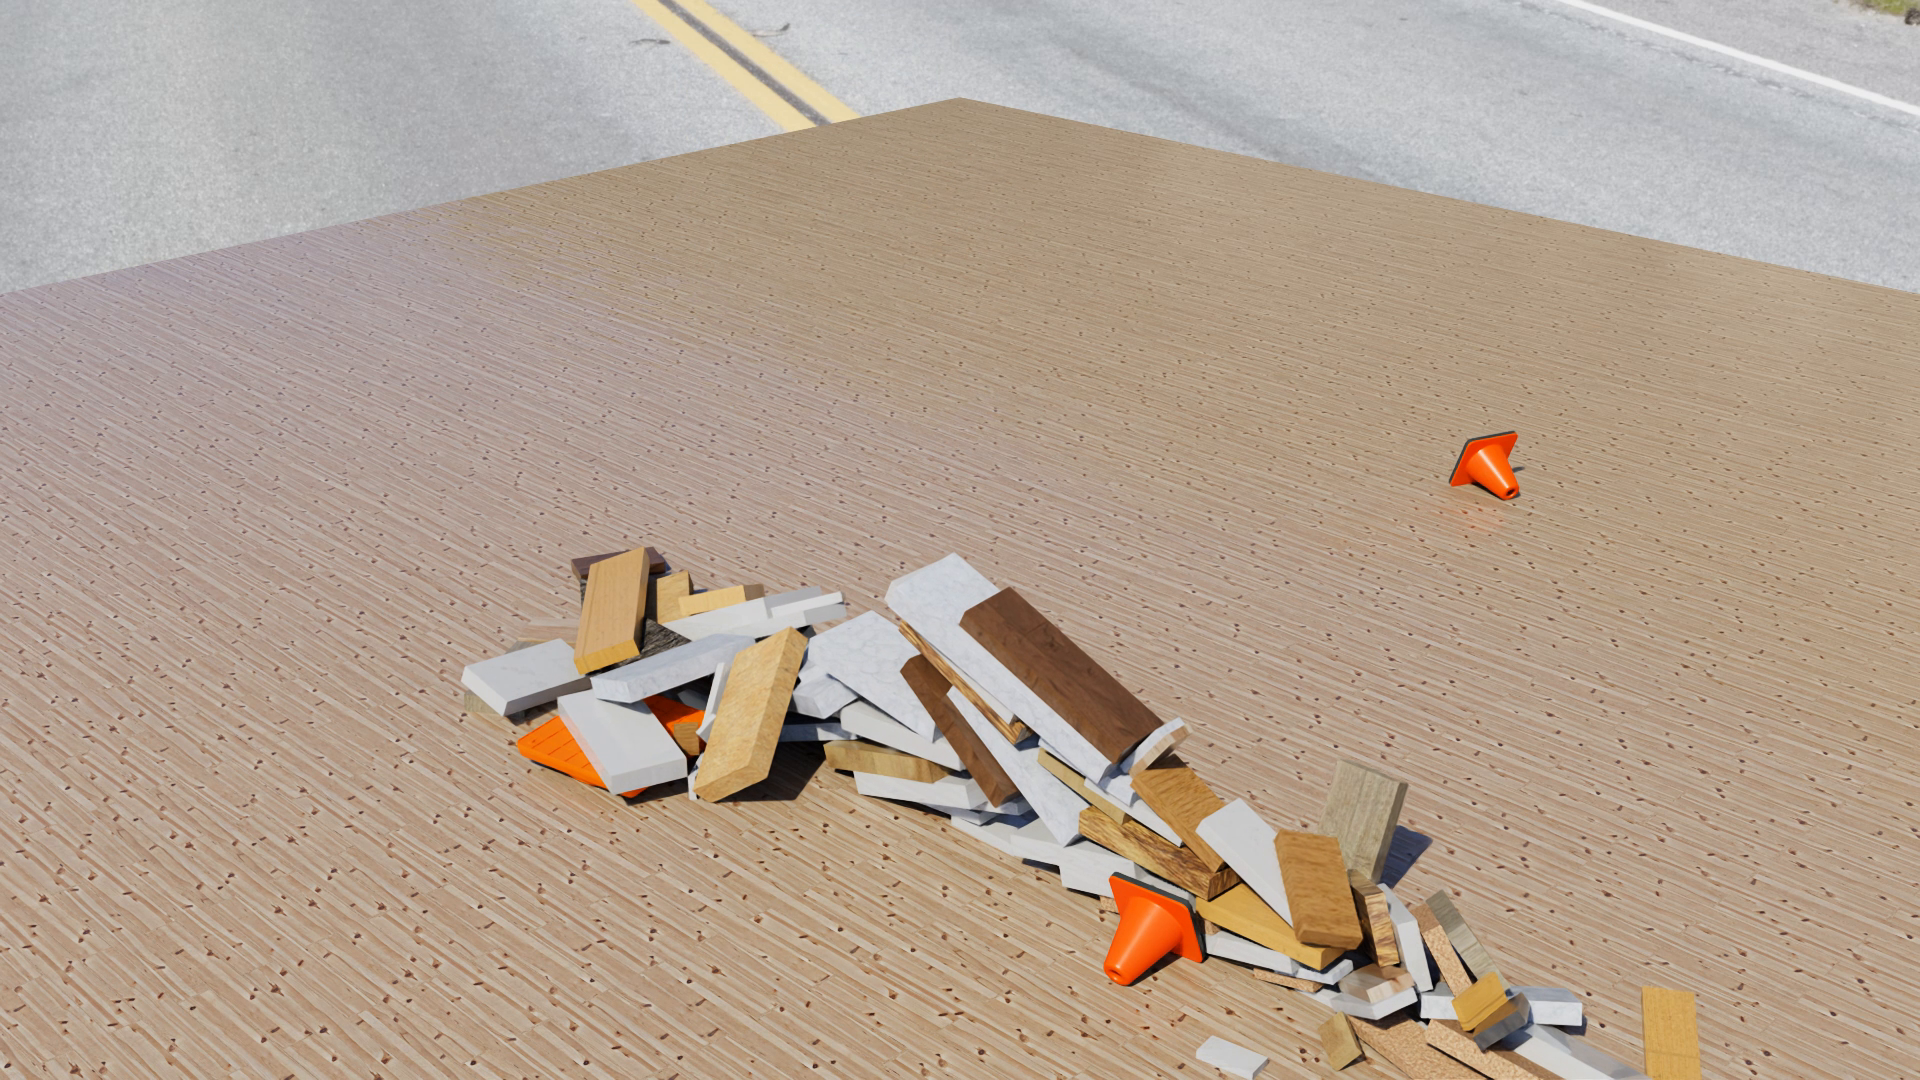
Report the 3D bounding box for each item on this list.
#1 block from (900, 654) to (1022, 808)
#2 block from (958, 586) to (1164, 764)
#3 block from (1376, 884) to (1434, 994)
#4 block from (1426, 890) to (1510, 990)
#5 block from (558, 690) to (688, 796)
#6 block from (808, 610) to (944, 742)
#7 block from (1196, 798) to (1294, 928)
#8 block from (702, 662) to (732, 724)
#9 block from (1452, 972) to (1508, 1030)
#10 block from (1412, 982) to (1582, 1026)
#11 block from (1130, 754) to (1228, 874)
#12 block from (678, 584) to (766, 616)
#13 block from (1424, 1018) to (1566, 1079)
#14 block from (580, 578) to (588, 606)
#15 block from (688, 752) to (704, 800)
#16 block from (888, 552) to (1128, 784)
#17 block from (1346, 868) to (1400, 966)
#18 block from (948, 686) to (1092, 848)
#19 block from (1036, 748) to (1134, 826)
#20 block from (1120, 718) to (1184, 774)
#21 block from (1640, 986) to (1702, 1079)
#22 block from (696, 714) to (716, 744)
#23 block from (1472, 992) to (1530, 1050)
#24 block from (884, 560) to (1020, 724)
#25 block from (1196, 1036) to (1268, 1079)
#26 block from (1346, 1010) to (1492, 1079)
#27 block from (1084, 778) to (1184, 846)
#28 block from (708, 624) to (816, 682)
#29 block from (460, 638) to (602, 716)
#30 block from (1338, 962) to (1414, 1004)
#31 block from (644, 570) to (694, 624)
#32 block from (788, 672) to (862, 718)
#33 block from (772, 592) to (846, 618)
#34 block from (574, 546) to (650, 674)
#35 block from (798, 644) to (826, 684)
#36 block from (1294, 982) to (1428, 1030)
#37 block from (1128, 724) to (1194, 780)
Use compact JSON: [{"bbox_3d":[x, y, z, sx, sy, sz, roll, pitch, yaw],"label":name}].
[{"bbox_3d":[0.043,0.348,4.263,0.165,0.047,0.330,-20,66,-40],"label":"block"},{"bbox_3d":[0.185,0.246,4.053,0.398,0.038,0.133,41,42,21],"label":"block"},{"bbox_3d":[0.770,0.697,3.864,0.035,0.124,0.248,-14,6,0],"label":"block"},{"bbox_3d":[0.884,0.702,3.838,0.038,0.133,0.265,-36,0,6],"label":"block"},{"bbox_3d":[-0.708,0.409,4.588,0.160,0.045,0.357,-12,28,-24],"label":"block"},{"bbox_3d":[-0.118,0.269,4.406,0.353,0.050,0.176,31,38,33],"label":"block"},{"bbox_3d":[0.550,0.578,3.878,0.111,0.031,0.274,-22,57,-42],"label":"block"},{"bbox_3d":[-0.497,0.347,4.667,0.022,0.155,0.077,-9,-30,44],"label":"block"},{"bbox_3d":[0.867,0.769,3.668,0.107,0.054,0.015,-25,2,-37],"label":"block"},{"bbox_3d":[0.918,0.795,3.775,0.266,0.038,0.133,2,-1,4],"label":"block"},{"bbox_3d":[0.422,0.491,3.963,0.111,0.031,0.222,-22,59,-42],"label":"block"},{"bbox_3d":[-0.558,0.140,5.187,0.152,0.043,0.303,-11,-1,3],"label":"block"},{"bbox_3d":[0.982,0.896,3.526,0.133,0.038,0.492,15,6,-46],"label":"block"},{"bbox_3d":[-0.871,0.148,5.374,0.108,0.030,0.215,-4,23,-10],"label":"block"},{"bbox_3d":[-0.538,0.487,4.543,0.015,0.054,0.107,3,23,9],"label":"block"},{"bbox_3d":[0.118,0.233,4.105,0.526,0.051,0.179,40,42,19],"label":"block"},{"bbox_3d":[0.724,0.669,3.912,0.035,0.124,0.248,-12,1,-1],"label":"block"},{"bbox_3d":[0.151,0.399,4.212,0.165,0.047,0.373,-22,66,-41],"label":"block"},{"bbox_3d":[0.263,0.443,4.123,0.111,0.031,0.221,-21,43,-40],"label":"block"},{"bbox_3d":[0.349,0.373,3.989,0.067,0.133,0.019,-23,70,-41],"label":"block"},{"bbox_3d":[1.205,0.848,3.730,0.086,0.024,0.270,6,24,13],"label":"block"},{"bbox_3d":[-0.504,0.418,4.623,0.054,0.107,0.015,-48,37,-13],"label":"block"},{"bbox_3d":[0.891,0.791,3.617,0.086,0.024,0.173,-35,-10,13],"label":"block"},{"bbox_3d":[0.041,0.185,4.202,0.179,0.051,0.358,-23,58,-42],"label":"block"},{"bbox_3d":[0.457,0.869,3.692,0.107,0.015,0.054,16,28,33],"label":"block"},{"bbox_3d":[0.780,0.868,3.660,0.082,0.023,0.323,-20,32,-27],"label":"block"},{"bbox_3d":[0.350,0.473,4.042,0.221,0.031,0.111,31,37,29],"label":"block"},{"bbox_3d":[-0.436,0.249,4.815,0.234,0.033,0.117,-15,19,34],"label":"block"},{"bbox_3d":[-0.950,0.303,4.882,0.141,0.040,0.283,35,29,26],"label":"block"},{"bbox_3d":[0.710,0.756,3.762,0.082,0.023,0.164,-21,-1,-9],"label":"block"},{"bbox_3d":[-0.713,0.172,5.250,0.152,0.043,0.303,-17,24,-1],"label":"block"},{"bbox_3d":[-0.328,0.291,4.668,0.176,0.050,0.447,-32,17,-25],"label":"block"},{"bbox_3d":[-0.328,0.140,4.785,0.155,0.022,0.077,-14,-2,4],"label":"block"},{"bbox_3d":[-0.812,0.158,5.158,0.141,0.040,0.613,-19,20,1],"label":"block"},{"bbox_3d":[-0.311,0.254,4.628,0.076,0.021,0.177,-26,15,-4],"label":"block"},{"bbox_3d":[0.700,0.814,3.824,0.248,0.015,0.053,20,30,39],"label":"block"},{"bbox_3d":[0.363,0.383,3.977,0.067,0.133,0.019,-23,70,-42],"label":"block"}]
